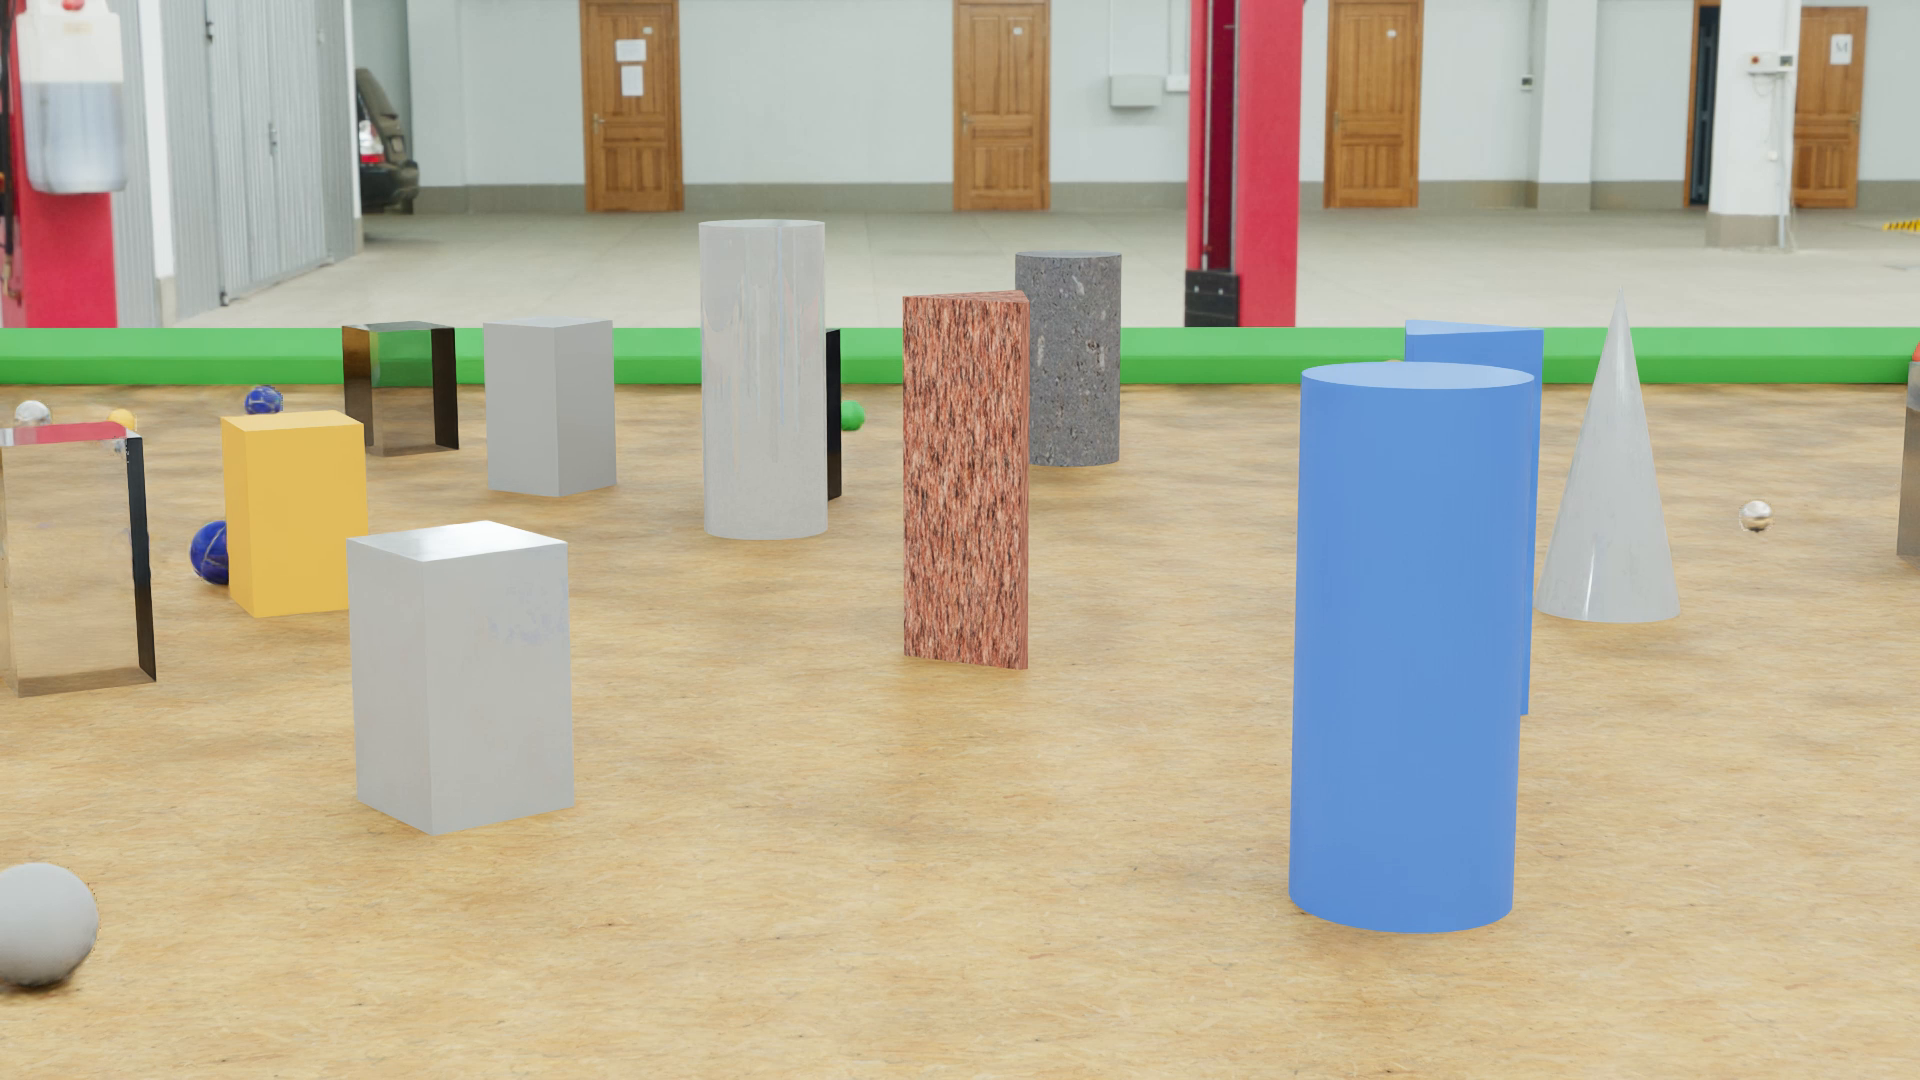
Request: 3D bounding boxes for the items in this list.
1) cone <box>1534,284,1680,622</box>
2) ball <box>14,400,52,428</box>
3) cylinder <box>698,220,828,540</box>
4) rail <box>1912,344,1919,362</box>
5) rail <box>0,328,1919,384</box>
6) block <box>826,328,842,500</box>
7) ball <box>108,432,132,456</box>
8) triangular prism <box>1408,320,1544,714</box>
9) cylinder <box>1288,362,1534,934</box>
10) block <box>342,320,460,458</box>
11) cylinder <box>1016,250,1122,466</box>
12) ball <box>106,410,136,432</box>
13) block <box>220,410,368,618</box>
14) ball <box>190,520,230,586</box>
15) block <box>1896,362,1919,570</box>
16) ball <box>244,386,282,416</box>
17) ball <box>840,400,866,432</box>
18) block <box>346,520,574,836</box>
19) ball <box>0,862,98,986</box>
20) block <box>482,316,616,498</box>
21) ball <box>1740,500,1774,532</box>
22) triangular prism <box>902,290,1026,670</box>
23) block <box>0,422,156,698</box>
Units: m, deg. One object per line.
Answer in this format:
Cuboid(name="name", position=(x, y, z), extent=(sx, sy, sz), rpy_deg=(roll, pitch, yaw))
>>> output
Cuboid(name="cone", position=(0.878, -0.125, 3.446), extent=(0.196, 0.441, 0.196), rpy_deg=(0, 11, 0))
Cuboid(name="ball", position=(-1.841, -0.242, 5.093), extent=(0.071, 0.071, 0.071), rpy_deg=(0, 11, 0))
Cuboid(name="cylinder", position=(-0.308, -0.255, 4.033), extent=(0.196, 0.483, 0.196), rpy_deg=(0, 11, 0))
Cuboid(name="rail", position=(2.225, 0.030, 3.461), extent=(0.045, 0.128, 5.040), rpy_deg=(0, 11, 0))
Cuboid(name="rail", position=(-0.014, -0.422, 5.903), extent=(4.497, 0.128, 0.045), rpy_deg=(0, 11, 0))
Cuboid(name="block", position=(-0.302, -0.208, 4.319), extent=(0.157, 0.286, 0.157), rpy_deg=(4, 11, 19))
Cuboid(name="ball", position=(-1.584, -0.182, 4.838), extent=(0.046, 0.046, 0.046), rpy_deg=(0, 11, 0))
Cuboid(name="triangular prism", position=(0.542, -0.025, 2.916), extent=(0.170, 0.438, 0.147), rpy_deg=(-4, 11, -20))
Cuboid(name="cylinder", position=(0.390, 0.088, 2.233), extent=(0.196, 0.465, 0.196), rpy_deg=(0, 11, 0))
Cuboid(name="block", position=(-1.069, -0.290, 4.901), extent=(0.157, 0.236, 0.157), rpy_deg=(-8, 13, -38))
Cuboid(name="cylinder", position=(0.200, -0.340, 4.767), extent=(0.196, 0.382, 0.196), rpy_deg=(0, 11, 0))
Cuboid(name="ball", position=(-1.662, -0.232, 5.082), extent=(0.054, 0.054, 0.054), rpy_deg=(0, 11, 0))
Cuboid(name="block", position=(-0.907, -0.039, 3.502), extent=(0.157, 0.251, 0.157), rpy_deg=(-5, 12, -27))
Cuboid(name="ball", position=(-1.043, 0.018, 3.633), extent=(0.092, 0.092, 0.092), rpy_deg=(0, 11, 0))
Cuboid(name="block", position=(1.480, -0.105, 3.747), extent=(0.157, 0.293, 0.157), rpy_deg=(1, 11, 4))
Cuboid(name="ball", position=(-1.436, -0.279, 5.286), extent=(0.074, 0.074, 0.074), rpy_deg=(0, 11, 0))
Cuboid(name="ball", position=(-0.222, -0.249, 5.151), extent=(0.064, 0.064, 0.064), rpy_deg=(0, 11, 0))
Cuboid(name="block", position=(-0.494, 0.132, 2.538), extent=(0.157, 0.267, 0.157), rpy_deg=(-9, 14, -39))
Cuboid(name="ball", position=(-0.741, 0.307, 2.053), extent=(0.098, 0.098, 0.098), rpy_deg=(0, 11, 0))
Cuboid(name="block", position=(-0.711, -0.235, 4.454), extent=(0.157, 0.290, 0.157), rpy_deg=(6, 12, 30))
Cuboid(name="ball", position=(1.257, -0.038, 4.049), extent=(0.050, 0.050, 0.050), rpy_deg=(0, 11, 0))
Cuboid(name="triangular prism", position=(0.039, -0.081, 3.192), extent=(0.170, 0.448, 0.147), rpy_deg=(6, 12, 28))
Cuboid(name="block", position=(-1.066, 0.019, 3.066), extent=(0.157, 0.296, 0.157), rpy_deg=(-6, 12, -29))
